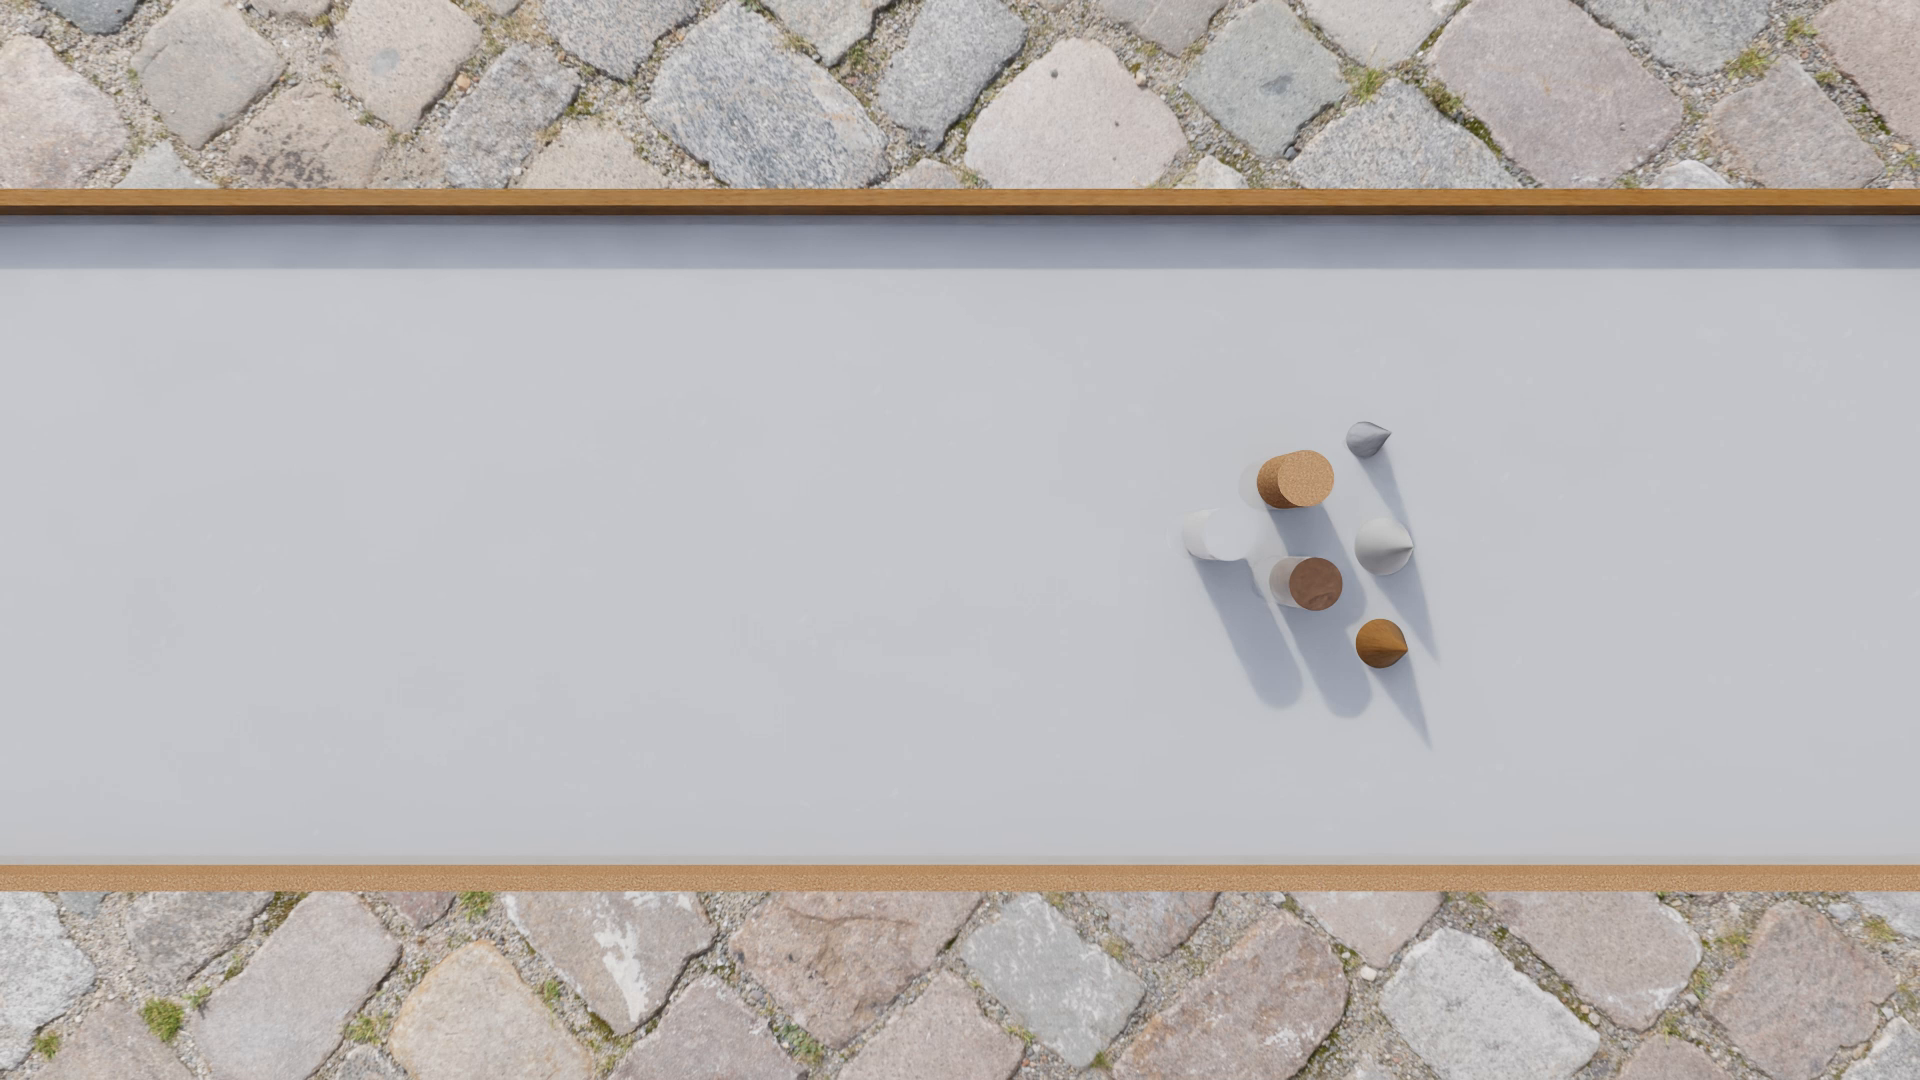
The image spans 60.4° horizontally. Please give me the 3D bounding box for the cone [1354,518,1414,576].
[{"bbox_3d":[1.302,0.020,4.904,0.177,0.346,0.177,0,90,0],"label":"cone"}]

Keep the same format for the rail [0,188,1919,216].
[{"bbox_3d":[-2.247,-1.025,5.002,12.000,0.150,0.050,0,90,0],"label":"rail"}]

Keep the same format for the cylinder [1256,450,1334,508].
[{"bbox_3d":[0.995,-0.178,4.911,0.164,0.331,0.164,0,90,0],"label":"cylinder"}]

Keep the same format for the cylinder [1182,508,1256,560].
[{"bbox_3d":[0.761,-0.017,4.869,0.153,0.416,0.153,0,90,0],"label":"cylinder"}]

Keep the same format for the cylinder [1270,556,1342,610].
[{"bbox_3d":[1.029,0.128,4.921,0.155,0.311,0.155,0,90,0],"label":"cylinder"}]

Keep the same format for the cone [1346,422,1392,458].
[{"bbox_3d":[1.245,-0.310,4.912,0.111,0.328,0.111,0,90,0],"label":"cone"}]

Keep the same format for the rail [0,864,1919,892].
[{"bbox_3d":[-2.247,1.025,5.001,12.000,0.150,0.050,0,90,0],"label":"rail"}]

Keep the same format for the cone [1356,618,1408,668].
[{"bbox_3d":[1.294,0.318,4.917,0.152,0.320,0.152,0,90,0],"label":"cone"}]
